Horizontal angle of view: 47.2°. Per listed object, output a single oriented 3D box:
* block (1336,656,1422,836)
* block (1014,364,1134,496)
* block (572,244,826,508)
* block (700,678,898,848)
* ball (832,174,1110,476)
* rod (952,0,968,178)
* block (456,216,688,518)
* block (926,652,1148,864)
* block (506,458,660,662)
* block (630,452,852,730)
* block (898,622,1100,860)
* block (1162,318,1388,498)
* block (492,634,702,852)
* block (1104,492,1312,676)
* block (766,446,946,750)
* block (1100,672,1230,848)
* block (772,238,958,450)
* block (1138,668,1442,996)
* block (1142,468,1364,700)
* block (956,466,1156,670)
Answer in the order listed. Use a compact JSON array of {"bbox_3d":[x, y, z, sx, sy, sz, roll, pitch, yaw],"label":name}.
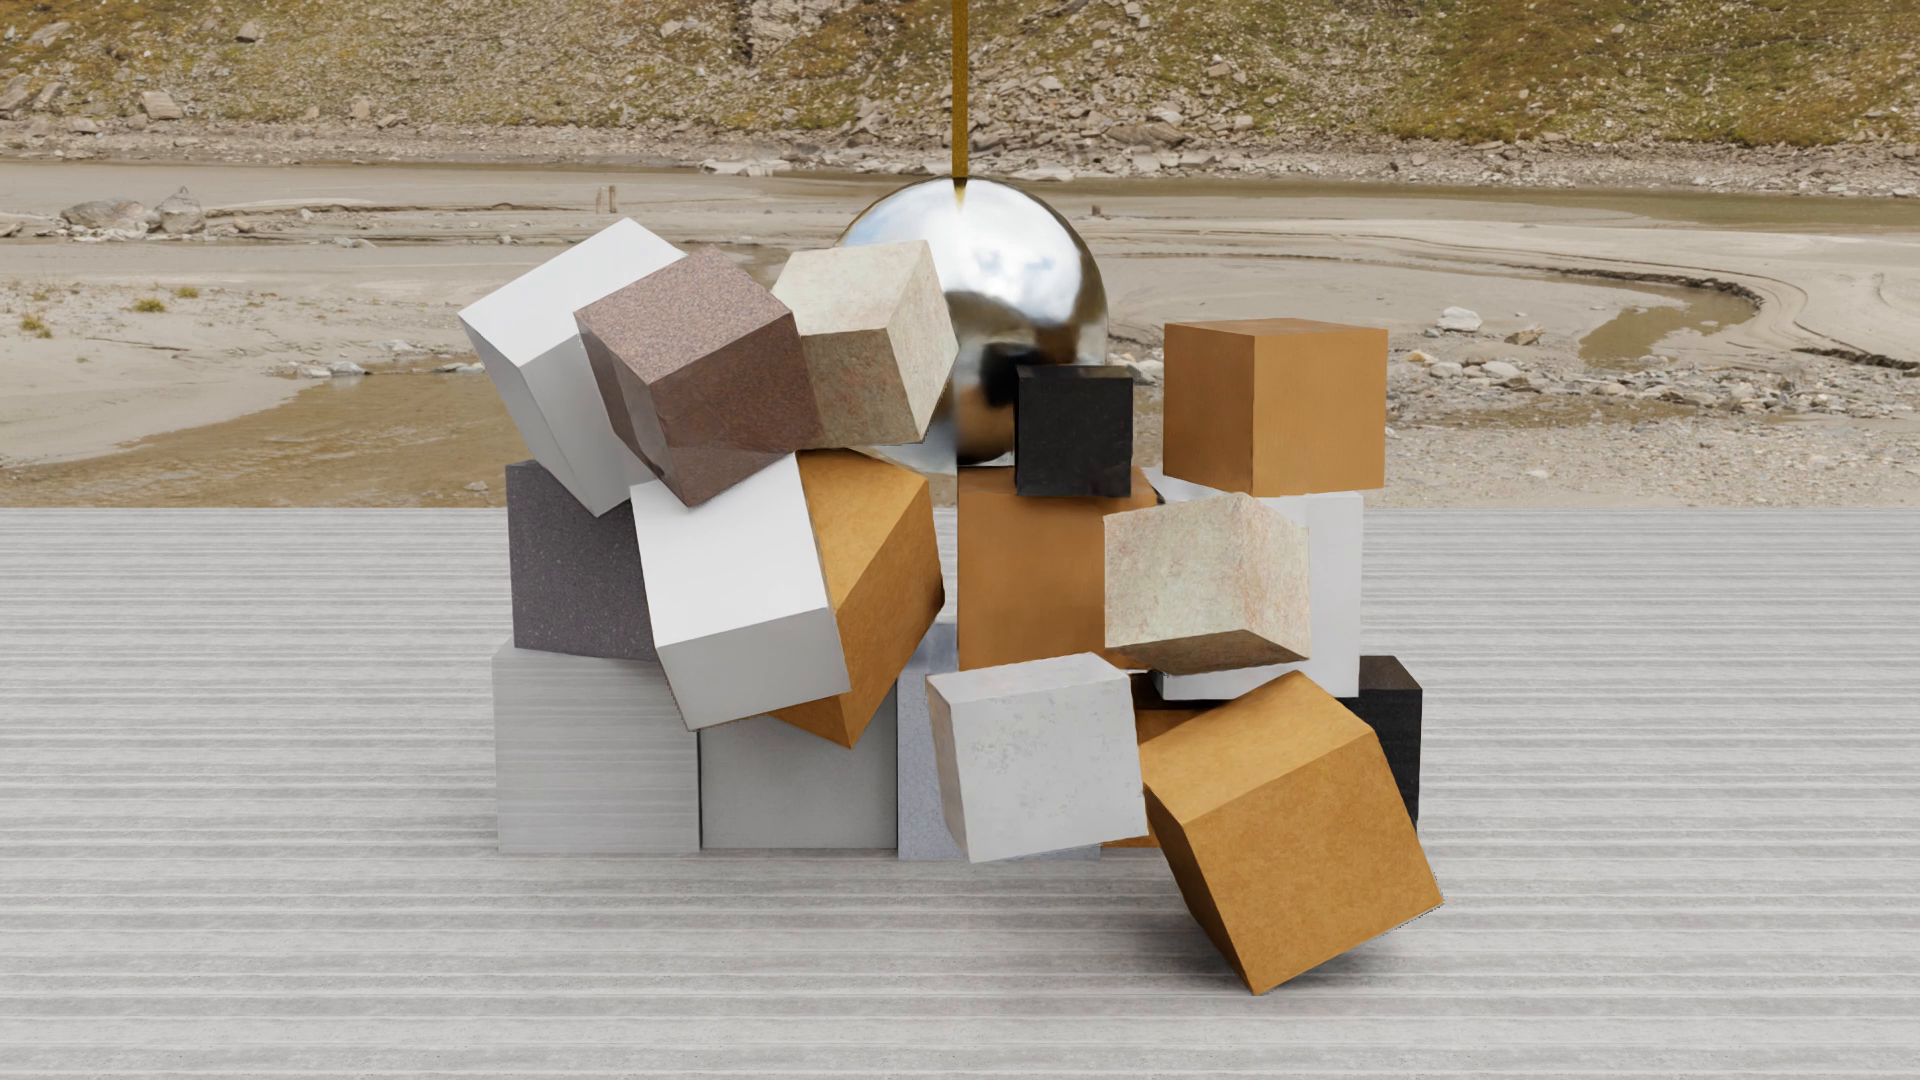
[{"bbox_3d":[1.908,1.077,11.363,0.787,0.815,0.730,0,10,0],"label":"block"},{"bbox_3d":[0.548,-0.541,10.737,0.541,0.567,0.593,1,10,0],"label":"block"},{"bbox_3d":[-1.106,-0.706,9.356,0.684,0.657,0.709,-30,43,-19],"label":"block"},{"bbox_3d":[-0.803,0.977,11.371,0.975,1.009,0.835,0,10,0],"label":"block"},{"bbox_3d":[0.000,-1.145,11.762,1.600,1.600,1.600,0,10,0],"label":"ball"},{"bbox_3d":[0.000,-4.383,10.726,0.080,5.200,0.080,0,18,0],"label":"rod"},{"bbox_3d":[-1.650,-0.838,10.438,0.950,0.848,0.888,-33,34,-16],"label":"block"},{"bbox_3d":[0.288,0.832,8.575,0.688,0.610,0.669,-8,6,-8],"label":"block"},{"bbox_3d":[-1.601,0.033,11.183,0.947,0.923,0.992,4,11,25],"label":"block"},{"bbox_3d":[-0.939,0.211,9.437,0.719,0.670,0.844,-14,55,-2],"label":"block"},{"bbox_3d":[0.197,1.011,11.353,0.997,0.949,1.151,0,10,0],"label":"block"},{"bbox_3d":[1.567,-0.682,11.043,0.755,0.782,0.882,-5,11,-23],"label":"block"},{"bbox_3d":[-1.802,0.985,11.362,1.002,0.997,0.954,0,10,0],"label":"block"},{"bbox_3d":[1.115,0.214,9.908,0.692,0.616,0.660,-10,-20,32],"label":"block"},{"bbox_3d":[-0.740,0.200,10.465,0.923,0.990,0.950,21,58,20],"label":"block"},{"bbox_3d":[1.103,1.126,11.383,0.802,0.711,0.782,0,10,0],"label":"block"},{"bbox_3d":[-0.489,-0.912,10.263,0.684,0.615,0.765,-3,37,19],"label":"block"},{"bbox_3d":[1.371,1.236,9.509,0.886,0.844,0.942,-25,16,-5],"label":"block"},{"bbox_3d":[1.442,0.193,11.194,0.961,0.990,1.080,-1,10,-3],"label":"block"},{"bbox_3d":[0.466,0.125,11.132,0.953,0.874,0.927,0,10,-1],"label":"block"}]
